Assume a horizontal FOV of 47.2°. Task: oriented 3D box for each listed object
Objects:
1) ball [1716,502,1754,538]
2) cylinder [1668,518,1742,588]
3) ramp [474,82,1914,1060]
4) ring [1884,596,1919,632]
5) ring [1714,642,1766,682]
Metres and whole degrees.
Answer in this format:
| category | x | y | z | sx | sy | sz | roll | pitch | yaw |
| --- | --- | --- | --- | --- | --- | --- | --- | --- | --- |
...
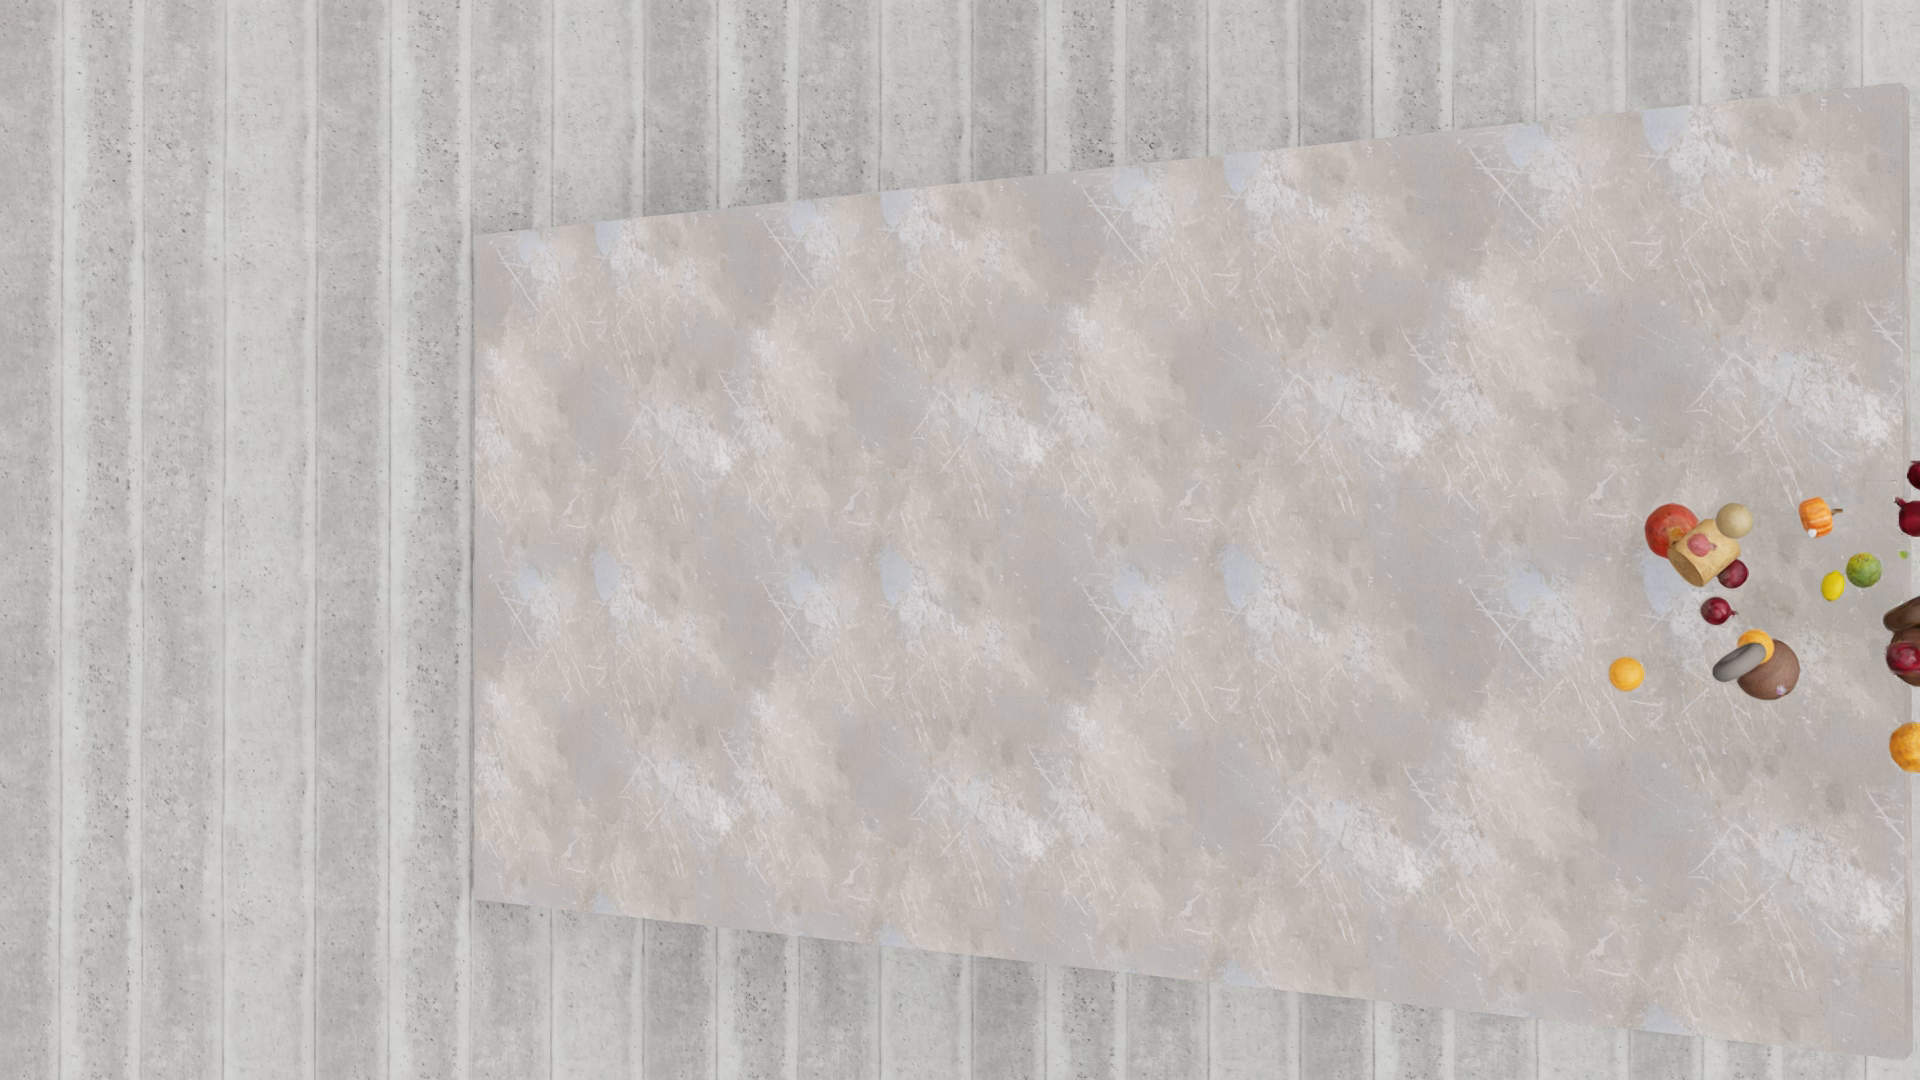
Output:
| category | x | y | z | sx | sy | sz | roll | pitch | yaw |
| --- | --- | --- | --- | --- | --- | --- | --- | --- | --- |
| ball | 1.450 | -0.036 | 4.115 | 0.068 | 0.068 | 0.068 | 0 | 89 | 0 |
| cylinder | 1.467 | 0.025 | 4.337 | 0.098 | 0.098 | 0.098 | -38 | 90 | -5 |
| ramp | 0.261 | 0.072 | 5.602 | 4.000 | 0.100 | 2.000 | 0 | 89 | 32 |
| ring | 1.746 | 0.130 | 4.018 | 0.119 | 0.119 | 0.040 | -26 | 81 | 0 |
| ring | 1.459 | 0.228 | 4.114 | 0.106 | 0.106 | 0.035 | -35 | 90 | 0 |
